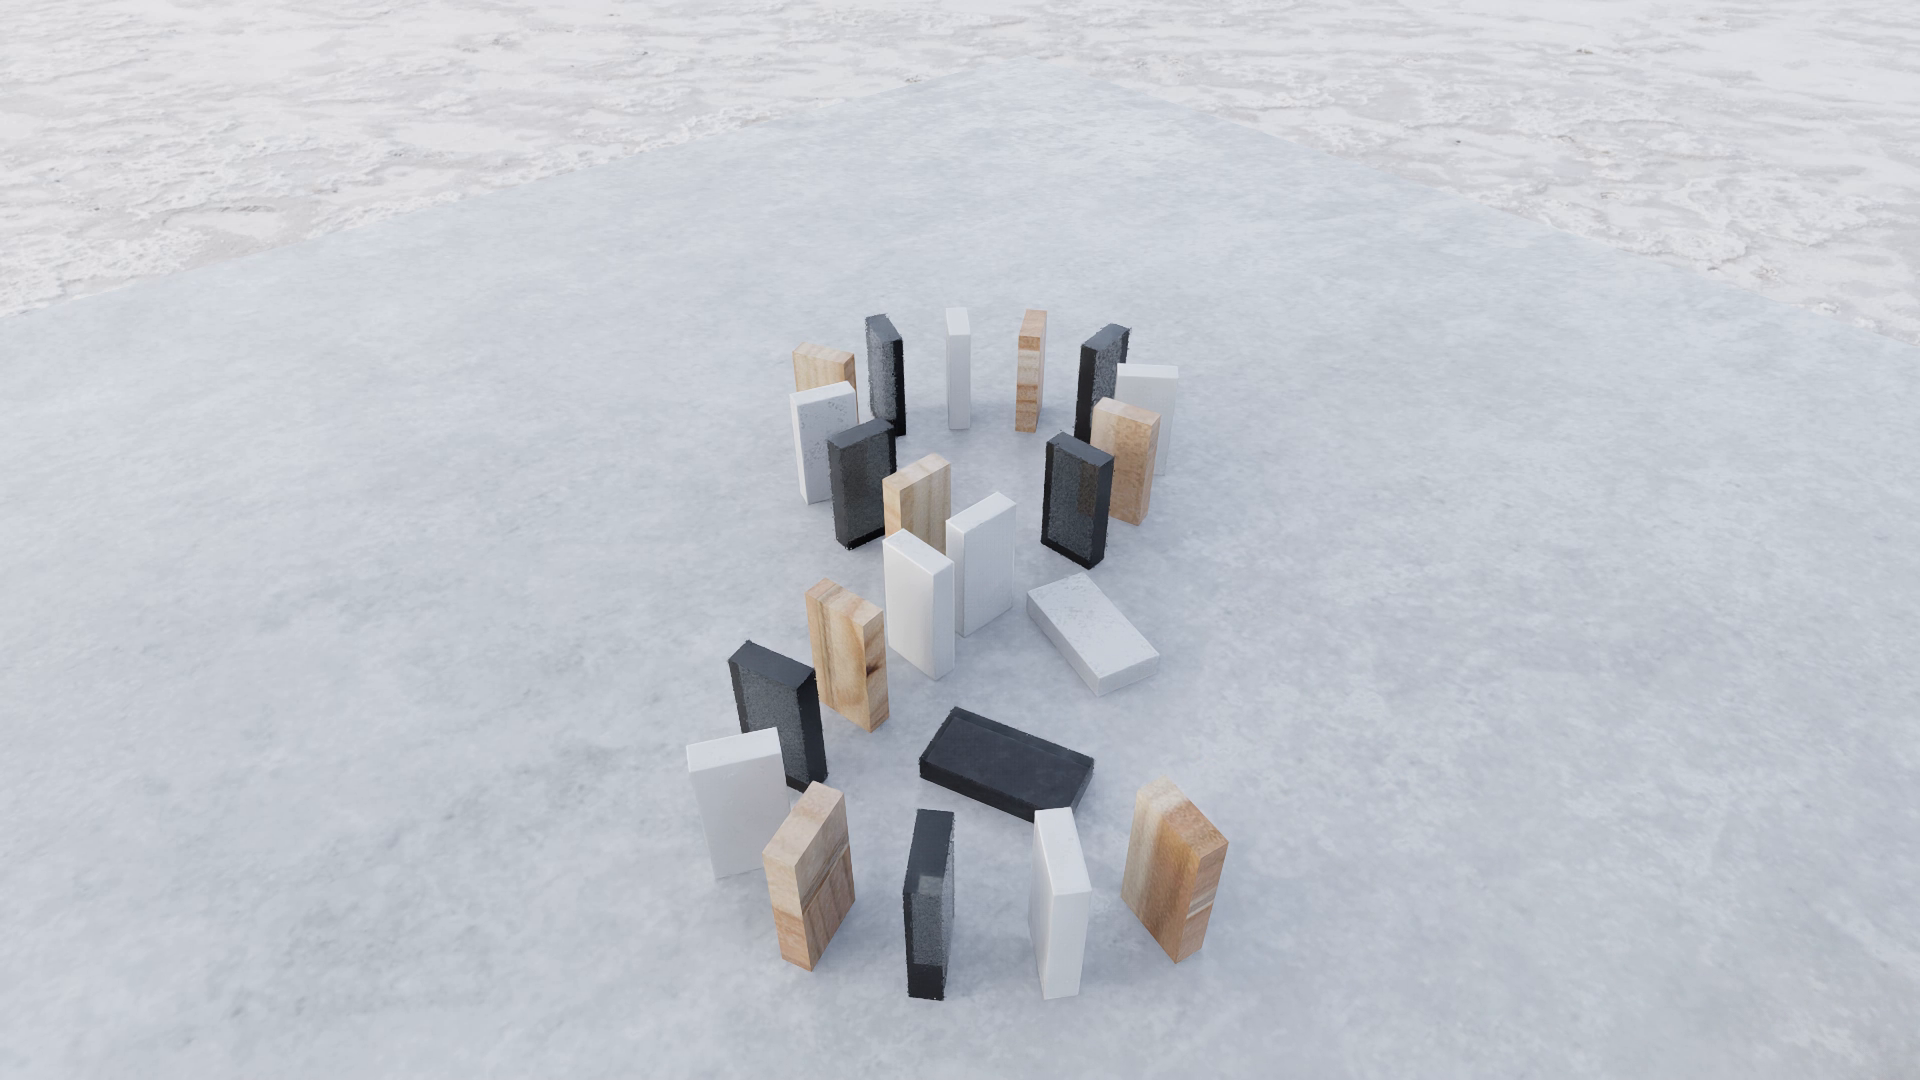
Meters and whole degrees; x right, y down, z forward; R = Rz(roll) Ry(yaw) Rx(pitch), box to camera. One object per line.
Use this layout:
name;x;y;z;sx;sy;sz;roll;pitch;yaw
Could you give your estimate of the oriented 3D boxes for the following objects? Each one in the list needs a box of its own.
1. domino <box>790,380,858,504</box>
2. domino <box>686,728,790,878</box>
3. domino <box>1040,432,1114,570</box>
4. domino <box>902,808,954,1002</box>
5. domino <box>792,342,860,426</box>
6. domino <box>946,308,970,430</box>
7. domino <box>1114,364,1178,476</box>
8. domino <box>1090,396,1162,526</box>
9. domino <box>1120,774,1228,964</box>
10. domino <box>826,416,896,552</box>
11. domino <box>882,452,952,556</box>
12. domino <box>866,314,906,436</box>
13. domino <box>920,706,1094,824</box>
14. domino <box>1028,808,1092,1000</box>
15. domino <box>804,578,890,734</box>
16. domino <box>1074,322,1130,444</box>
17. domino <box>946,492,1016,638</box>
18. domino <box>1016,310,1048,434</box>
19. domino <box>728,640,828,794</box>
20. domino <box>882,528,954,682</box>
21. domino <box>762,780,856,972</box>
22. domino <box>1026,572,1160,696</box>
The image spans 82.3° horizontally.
domino;-0.056;-0.040;0.461;0.025;0.050;0.010;-16;42;-19
domino;-0.062;0.077;0.318;0.025;0.050;0.009;-10;40;-12
domino;0.045;-0.015;0.430;0.025;0.050;0.009;31;48;32
domino;-0.008;0.098;0.292;0.010;0.050;0.025;4;40;5
domino;-0.058;-0.061;0.486;0.025;0.050;0.009;16;42;18
domino;-0.001;-0.079;0.508;0.009;0.050;0.025;-3;39;-3
domino;0.078;-0.051;0.474;0.025;0.050;0.009;3;39;4
domino;0.066;-0.032;0.450;0.025;0.050;0.009;21;44;24
domino;0.058;0.091;0.301;0.010;0.050;0.025;-21;44;-24
domino;-0.038;-0.022;0.438;0.025;0.050;0.009;-26;46;-28
domino;-0.016;-0.006;0.419;0.025;0.050;0.009;-31;48;-32
domino;-0.034;-0.075;0.502;0.009;0.050;0.025;-14;41;-16
domino;0.015;0.073;0.354;0.050;0.010;0.025;18;42;20
domino;0.026;0.097;0.293;0.009;0.050;0.025;-5;40;-6
domino;-0.037;0.039;0.364;0.025;0.050;0.009;27;46;29
domino;0.064;-0.070;0.496;0.009;0.050;0.025;26;46;28
domino;0.007;0.010;0.400;0.025;0.050;0.009;-30;48;-31
domino;0.033;-0.077;0.506;0.009;0.050;0.025;7;40;8
domino;-0.056;0.056;0.343;0.025;0.050;0.009;19;43;22
domino;-0.014;0.023;0.383;0.009;0.050;0.025;-32;49;-33
domino;-0.040;0.092;0.299;0.009;0.050;0.025;16;42;19
domino;0.048;0.033;0.403;0.025;0.009;0.050;-18;43;-21
